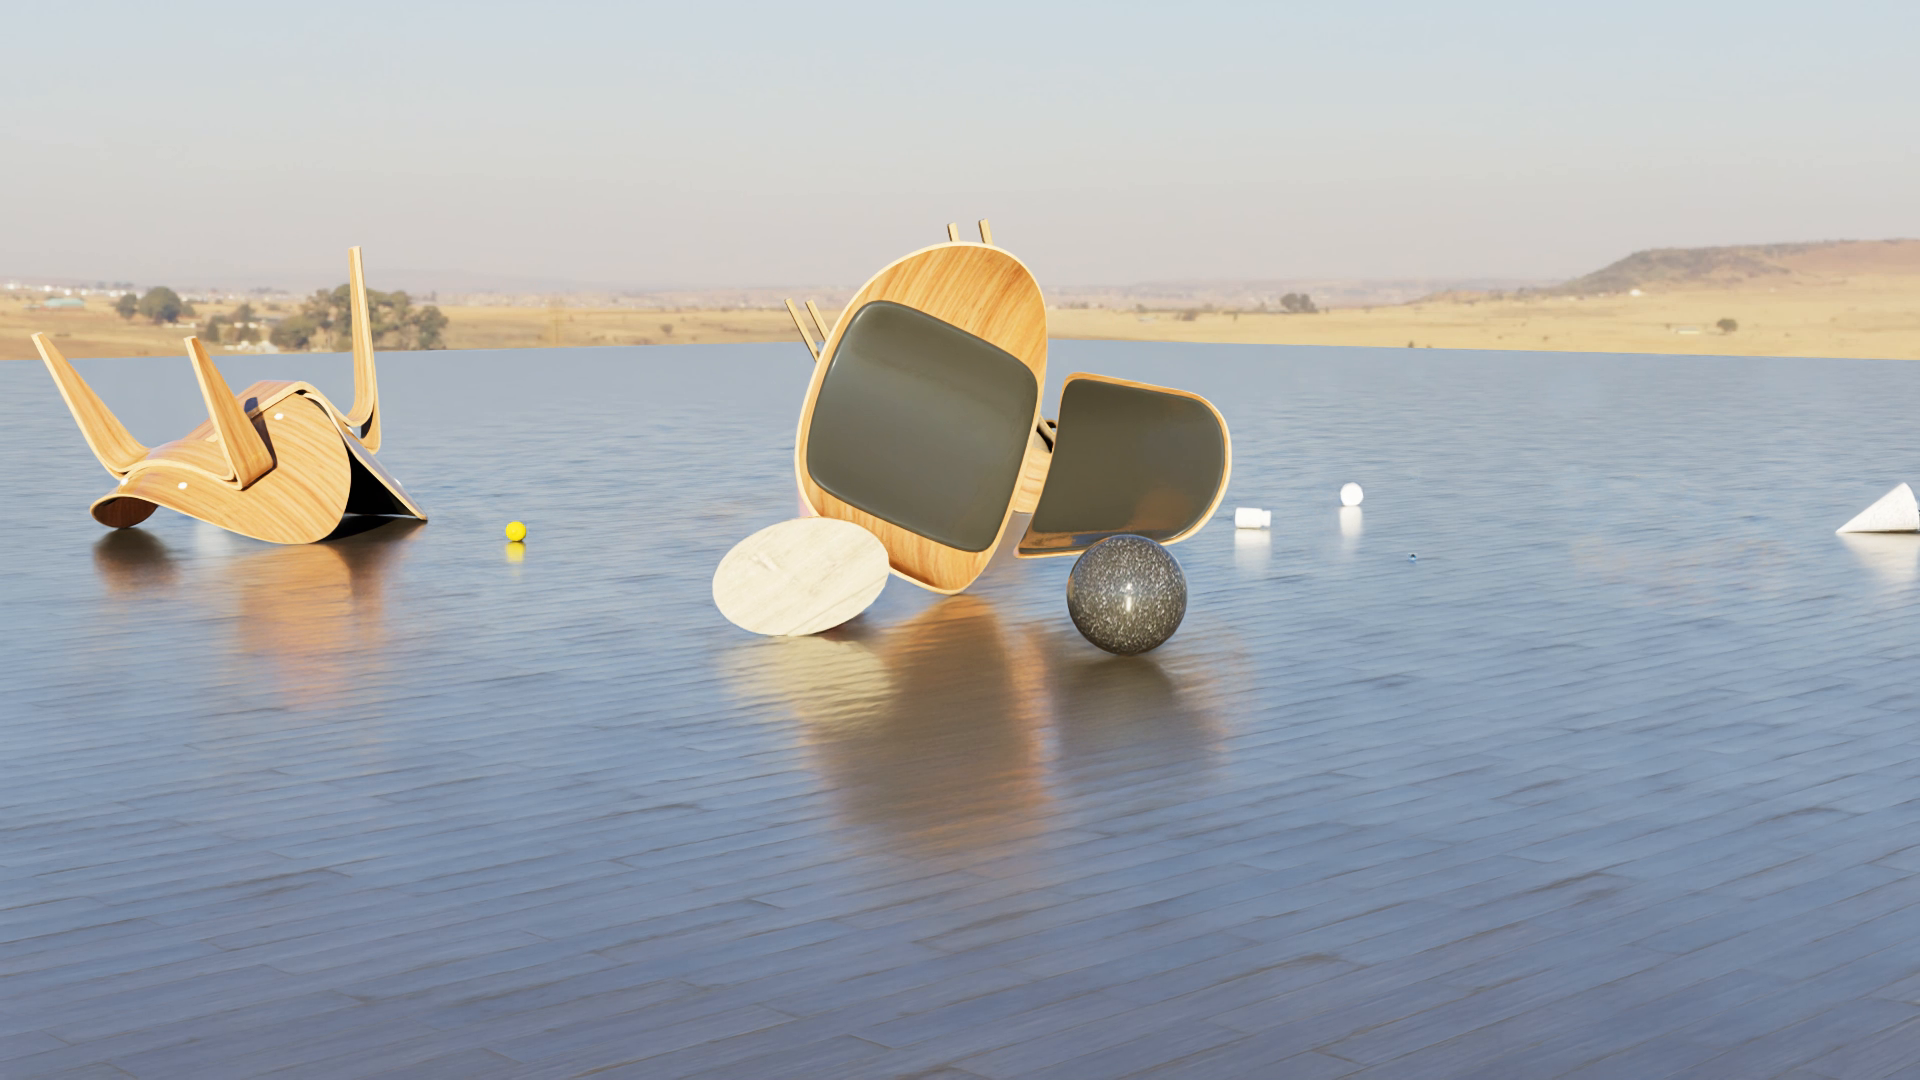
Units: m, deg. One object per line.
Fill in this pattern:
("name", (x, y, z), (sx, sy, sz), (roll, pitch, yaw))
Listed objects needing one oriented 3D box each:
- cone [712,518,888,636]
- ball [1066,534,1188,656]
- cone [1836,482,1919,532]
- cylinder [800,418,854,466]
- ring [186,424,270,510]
("cone", (-0.300, 0.111, 4.863), (0.353, 0.121, 0.297), (-30, 52, -30))
("ball", (0.291, 0.095, 4.460), (0.212, 0.212, 0.212), (0, 6, 0))
("cone", (2.351, -0.053, 6.613), (0.201, 0.140, 0.104), (-19, 29, 1))
("cylinder", (-0.459, -0.336, 8.866), (0.181, 0.167, 0.113), (0, 12, -2))
("ring", (-2.070, -0.207, 7.257), (0.144, 0.244, 0.386), (-26, 6, -35))
